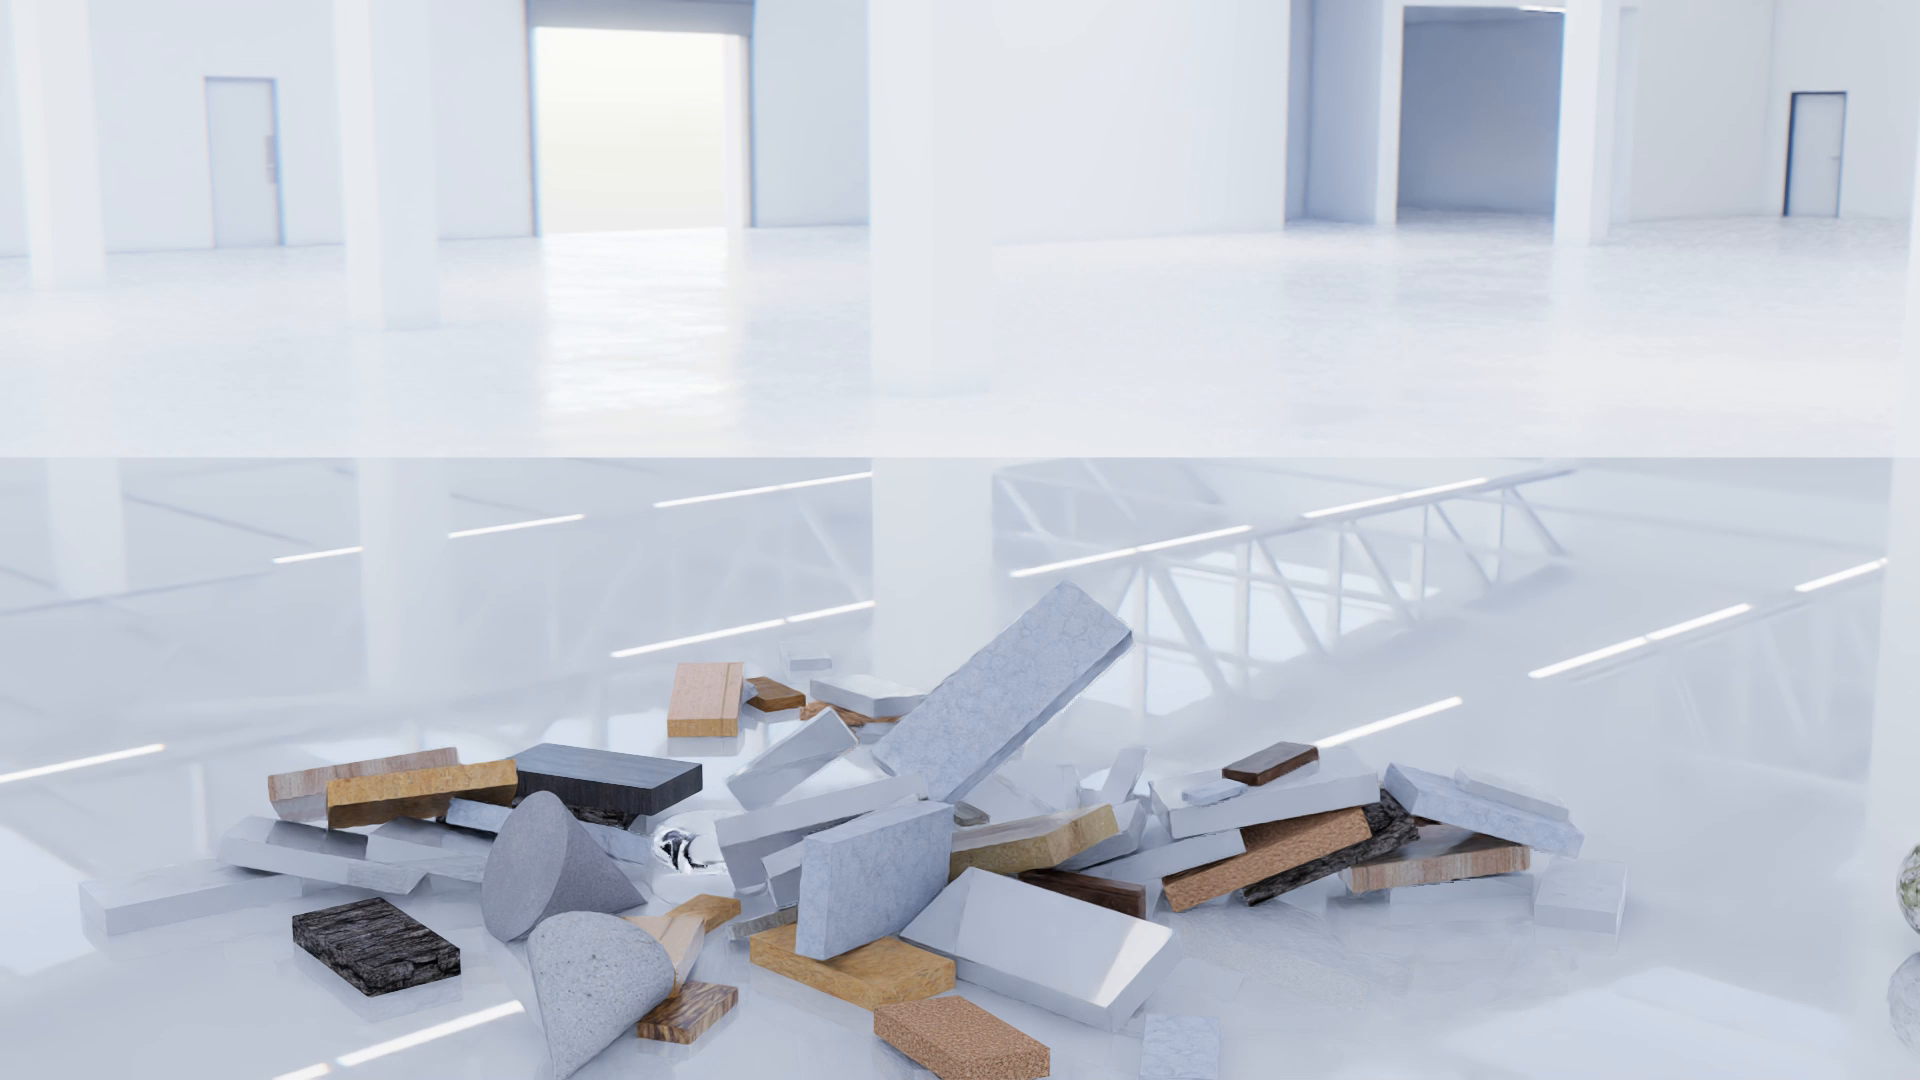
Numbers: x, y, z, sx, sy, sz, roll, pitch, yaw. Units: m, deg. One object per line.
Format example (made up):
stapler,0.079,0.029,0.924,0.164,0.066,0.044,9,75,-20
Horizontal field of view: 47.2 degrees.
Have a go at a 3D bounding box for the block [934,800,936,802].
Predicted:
block,-0.081,0.494,3.797,0.080,0.160,0.023,9,54,-2

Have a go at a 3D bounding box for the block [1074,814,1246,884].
block,0.295,0.516,3.646,0.344,0.049,0.172,-17,9,5

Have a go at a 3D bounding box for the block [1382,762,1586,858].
block,0.867,0.447,3.652,0.300,0.042,0.150,16,10,-10

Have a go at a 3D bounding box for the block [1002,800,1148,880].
block,0.171,0.509,3.625,0.267,0.038,0.134,-21,9,17

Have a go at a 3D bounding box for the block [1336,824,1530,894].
block,0.779,0.523,3.669,0.300,0.042,0.150,-7,12,-5

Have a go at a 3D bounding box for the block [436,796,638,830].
block,-0.775,0.489,4.077,0.349,0.049,0.175,1,11,5

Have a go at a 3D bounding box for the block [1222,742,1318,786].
block,0.513,0.370,3.635,0.155,0.022,0.077,-17,13,-40

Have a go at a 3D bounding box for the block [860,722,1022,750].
block,-0.036,0.408,4.582,0.337,0.023,0.083,1,11,7

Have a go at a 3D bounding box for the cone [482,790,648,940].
cone,-0.602,0.556,3.553,0.243,0.243,0.243,25,-6,-36

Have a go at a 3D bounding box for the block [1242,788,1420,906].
block,0.601,0.507,3.657,0.300,0.042,0.150,-23,13,3

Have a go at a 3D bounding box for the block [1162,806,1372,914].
block,0.499,0.503,3.638,0.344,0.049,0.172,-22,11,5

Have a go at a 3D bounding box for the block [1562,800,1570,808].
block,1.053,0.509,4.037,0.089,0.025,0.178,6,12,28

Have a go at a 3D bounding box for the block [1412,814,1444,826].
block,0.765,0.516,3.821,0.178,0.089,0.025,3,11,16

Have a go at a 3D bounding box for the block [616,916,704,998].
block,-0.477,0.623,3.296,0.148,0.042,0.295,0,5,1

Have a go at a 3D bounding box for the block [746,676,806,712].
block,-0.435,0.344,4.917,0.097,0.028,0.194,-7,12,-31

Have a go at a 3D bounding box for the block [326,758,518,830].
block,-0.922,0.436,3.765,0.310,0.044,0.155,-5,-20,-18

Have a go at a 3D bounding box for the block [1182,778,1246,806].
block,0.408,0.405,3.532,0.096,0.014,0.048,-11,12,-33

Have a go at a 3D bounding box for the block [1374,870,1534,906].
block,0.819,0.567,3.696,0.252,0.036,0.126,-2,11,-11

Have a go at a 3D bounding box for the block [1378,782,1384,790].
block,0.769,0.501,4.052,0.126,0.036,0.252,7,13,35

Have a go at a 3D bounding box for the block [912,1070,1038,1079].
block,0.015,0.725,2.877,0.163,0.023,0.081,2,11,8

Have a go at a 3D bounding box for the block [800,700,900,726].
block,-0.236,0.374,4.746,0.194,0.028,0.097,3,8,15

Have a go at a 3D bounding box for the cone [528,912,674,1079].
cone,-0.522,0.662,3.013,0.214,0.214,0.214,2,38,9

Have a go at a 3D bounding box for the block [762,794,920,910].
block,-0.184,0.505,3.555,0.267,0.134,0.038,-22,60,-12

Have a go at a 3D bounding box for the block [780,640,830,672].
block,-0.373,0.277,5.280,0.097,0.028,0.194,-2,11,-12

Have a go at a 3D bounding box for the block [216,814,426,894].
block,-1.064,0.527,3.691,0.315,0.045,0.157,10,5,-2

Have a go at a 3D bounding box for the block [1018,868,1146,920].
block,0.191,0.579,3.446,0.206,0.103,0.029,6,13,28

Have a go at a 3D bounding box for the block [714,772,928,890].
block,-0.220,0.482,3.637,0.345,0.049,0.172,-13,-32,-4

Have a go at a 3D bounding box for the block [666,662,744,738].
block,-0.547,0.342,4.746,0.146,0.041,0.292,-1,21,-2

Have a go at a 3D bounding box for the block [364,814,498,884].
block,-0.819,0.528,3.688,0.311,0.044,0.155,11,5,3

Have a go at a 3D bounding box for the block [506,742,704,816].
block,-0.673,0.440,4.068,0.352,0.050,0.176,5,12,24

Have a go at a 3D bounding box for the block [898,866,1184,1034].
block,0.116,0.603,3.274,0.409,0.049,0.175,10,38,42

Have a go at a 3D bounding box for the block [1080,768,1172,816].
block,0.362,0.479,4.122,0.279,0.039,0.138,3,11,32

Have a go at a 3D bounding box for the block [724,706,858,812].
block,-0.298,0.390,3.877,0.230,0.080,0.023,-35,19,4

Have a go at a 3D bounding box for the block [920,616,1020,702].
block,0.070,0.292,4.517,0.276,0.138,0.039,-39,1,-11

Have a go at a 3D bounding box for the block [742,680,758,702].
block,-0.524,0.335,4.899,0.083,0.023,0.166,-29,23,-23

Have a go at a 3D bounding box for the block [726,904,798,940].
block,-0.288,0.594,3.445,0.151,0.021,0.076,-15,-6,-16

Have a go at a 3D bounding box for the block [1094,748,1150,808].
block,0.290,0.465,4.071,0.054,0.015,0.286,-2,25,21

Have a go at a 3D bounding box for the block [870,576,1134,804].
block,0.081,0.290,4.088,0.506,0.050,0.176,-40,60,-17

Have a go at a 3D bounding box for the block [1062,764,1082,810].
block,0.199,0.477,3.827,0.022,0.079,0.158,-8,51,7

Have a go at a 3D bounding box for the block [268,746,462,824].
block,-1.025,0.428,3.817,0.315,0.045,0.158,-8,-22,-11

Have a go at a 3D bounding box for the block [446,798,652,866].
block,-0.700,0.497,3.750,0.310,0.044,0.155,7,-13,19

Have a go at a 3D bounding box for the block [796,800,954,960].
block,-0.125,0.515,3.363,0.050,0.176,0.352,8,7,30

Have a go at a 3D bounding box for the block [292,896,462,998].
block,-0.900,0.623,3.381,0.146,0.041,0.292,-8,13,-37

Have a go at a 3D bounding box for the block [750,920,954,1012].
block,-0.164,0.635,3.311,0.295,0.042,0.148,10,15,44

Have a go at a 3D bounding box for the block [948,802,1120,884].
block,0.067,0.498,3.554,0.349,0.049,0.175,-18,0,41

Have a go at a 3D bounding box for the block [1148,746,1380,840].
block,0.497,0.413,3.612,0.344,0.049,0.172,-10,10,-5

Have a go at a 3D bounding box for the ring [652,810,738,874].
ring,-0.434,0.525,3.830,0.210,0.070,0.210,1,11,0

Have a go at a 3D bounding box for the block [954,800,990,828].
block,0.004,0.507,4.075,0.054,0.015,0.109,-6,12,-28

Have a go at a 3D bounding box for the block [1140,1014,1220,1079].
block,0.300,0.701,2.992,0.103,0.029,0.206,1,11,7

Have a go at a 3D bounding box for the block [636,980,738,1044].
block,-0.388,0.675,3.147,0.081,0.023,0.163,4,11,19

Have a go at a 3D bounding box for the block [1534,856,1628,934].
block,1.023,0.582,3.617,0.126,0.036,0.252,4,11,20

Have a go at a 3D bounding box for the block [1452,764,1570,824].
block,0.920,0.423,3.675,0.178,0.025,0.089,17,10,-4

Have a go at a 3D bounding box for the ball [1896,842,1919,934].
ball,1.552,0.543,3.405,0.189,0.189,0.189,0,11,0

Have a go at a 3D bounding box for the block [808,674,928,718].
block,-0.194,0.337,4.757,0.146,0.041,0.292,-2,6,-31

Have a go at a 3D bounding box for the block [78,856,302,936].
block,-1.267,0.576,3.624,0.315,0.045,0.158,-8,13,-36

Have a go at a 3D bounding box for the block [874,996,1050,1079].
block,-0.001,0.681,2.993,0.134,0.038,0.267,-2,5,-27

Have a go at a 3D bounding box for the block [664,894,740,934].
block,-0.423,0.605,3.527,0.076,0.021,0.151,5,12,25
